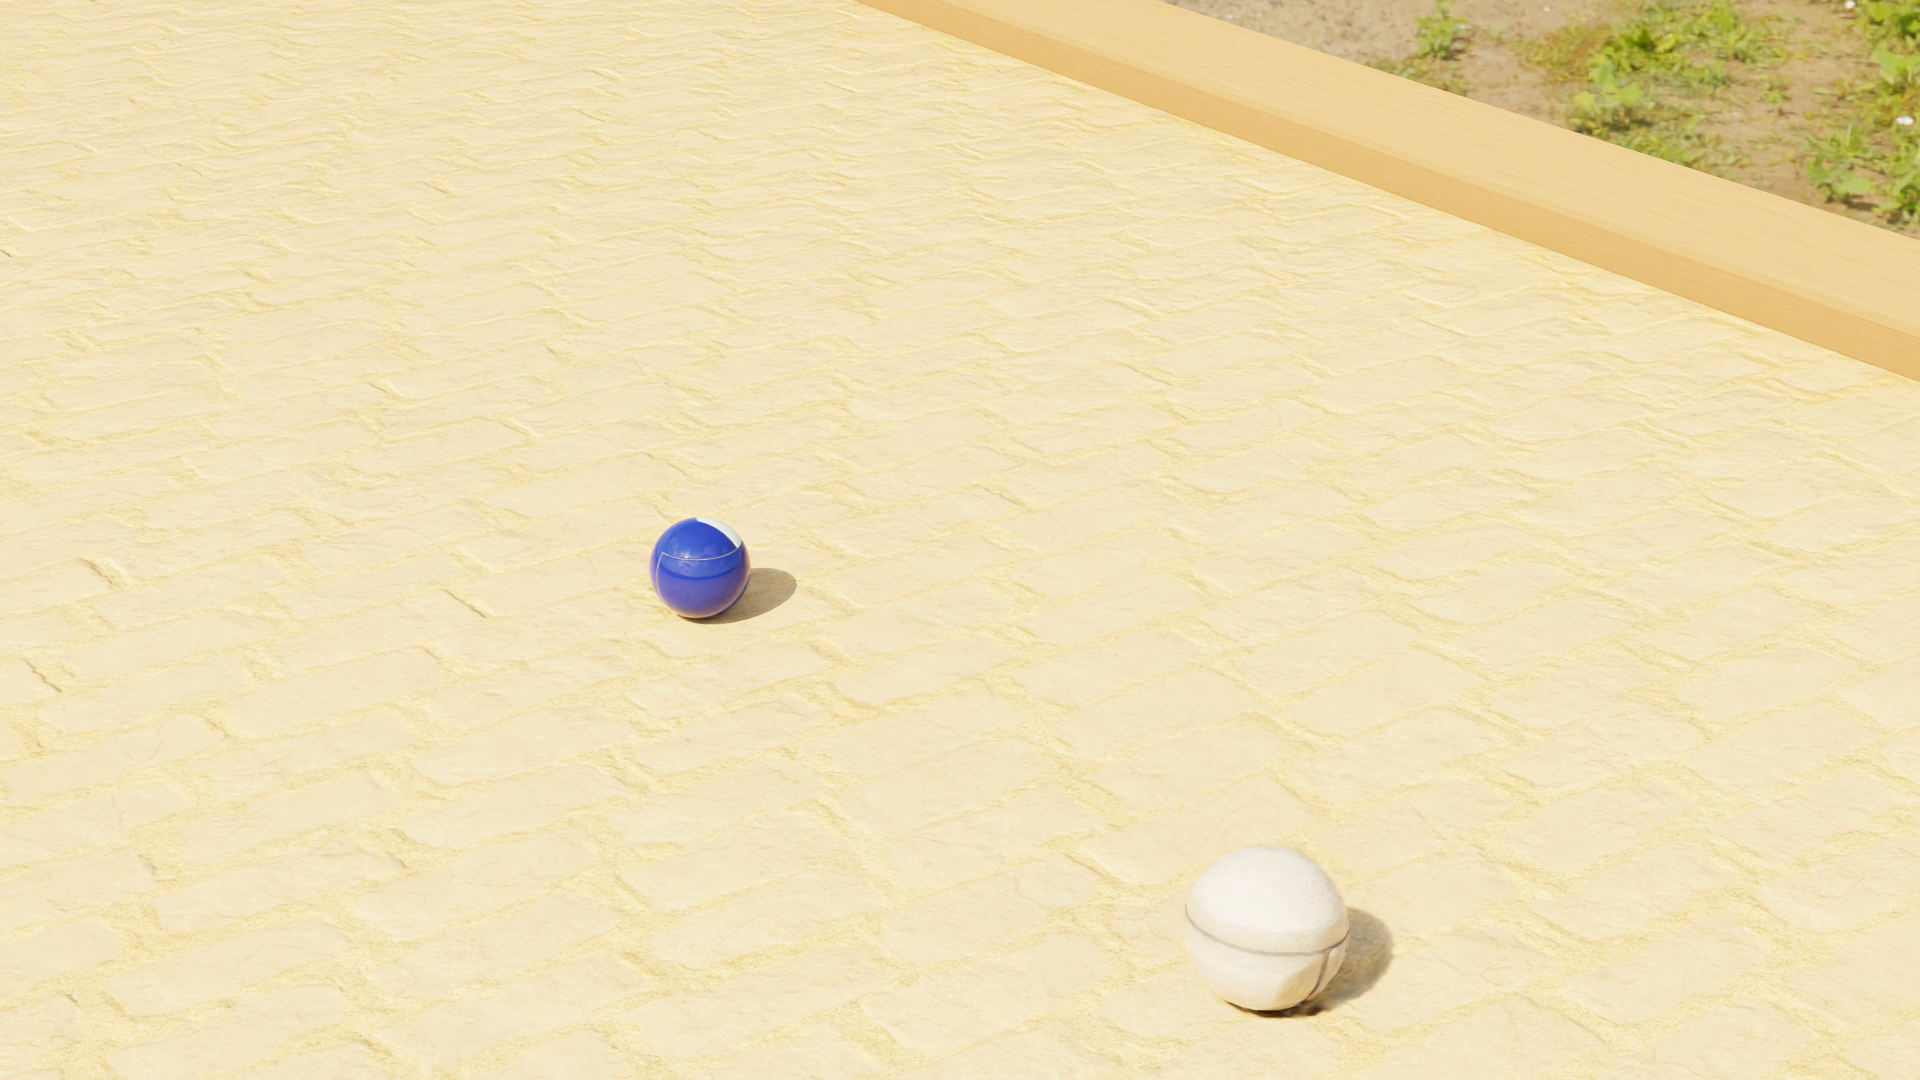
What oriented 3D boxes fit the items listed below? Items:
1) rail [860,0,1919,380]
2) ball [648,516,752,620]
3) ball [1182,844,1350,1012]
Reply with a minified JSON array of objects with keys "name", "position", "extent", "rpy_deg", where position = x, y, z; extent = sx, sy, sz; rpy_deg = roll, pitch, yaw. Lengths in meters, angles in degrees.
[{"name":"rail","position":[0.194,-0.553,3.347],"extent":[0.045,0.123,3.736],"rpy_deg":[-17,29,-32]},{"name":"ball","position":[-0.190,0.020,2.146],"extent":[0.075,0.075,0.075],"rpy_deg":[0,24,0]},{"name":"ball","position":[0.175,0.221,1.680],"extent":[0.094,0.094,0.094],"rpy_deg":[0,24,0]}]
